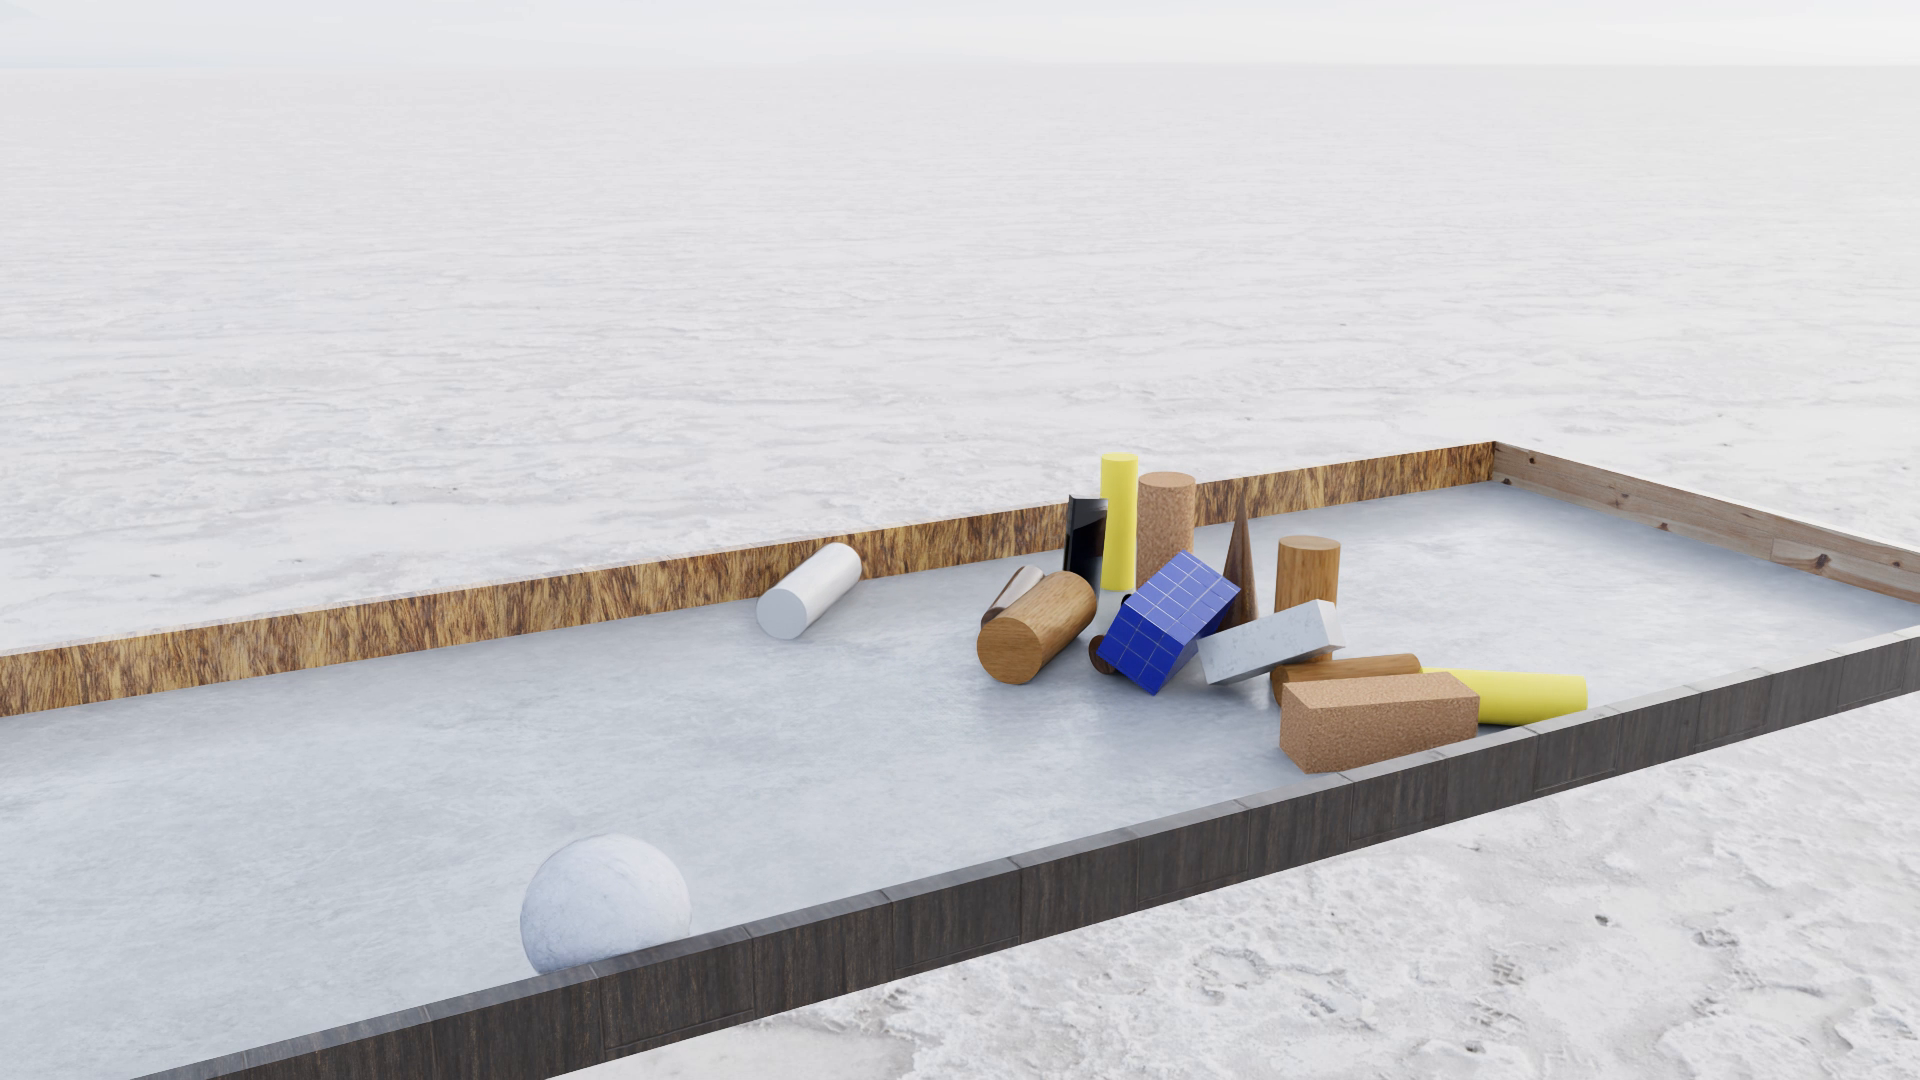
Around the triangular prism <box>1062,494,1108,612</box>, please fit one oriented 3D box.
[{"bbox_3d":[0.325,0.037,4.643,0.119,0.324,0.103,0,9,-33],"label":"triangular prism"}]

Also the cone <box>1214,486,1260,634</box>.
[{"bbox_3d":[0.736,0.067,4.353,0.148,0.436,0.148,0,16,0],"label":"cone"}]

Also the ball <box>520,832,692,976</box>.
[{"bbox_3d":[-0.585,0.626,2.732,0.278,0.278,0.278,0,16,0],"label":"ball"}]

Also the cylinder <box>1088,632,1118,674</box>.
[{"bbox_3d":[0.477,0.262,4.281,0.306,0.102,0.102,-14,21,-39],"label":"cylinder"}]

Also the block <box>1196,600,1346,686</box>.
[{"bbox_3d":[0.754,0.252,4.005,0.325,0.112,0.112,-22,-18,29],"label":"block"}]

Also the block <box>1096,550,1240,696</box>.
[{"bbox_3d":[0.526,0.203,4.144,0.180,0.180,0.335,36,39,15],"label":"block"}]

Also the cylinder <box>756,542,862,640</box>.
[{"bbox_3d":[-0.417,0.138,4.628,0.145,0.145,0.449,5,17,15],"label":"cylinder"}]

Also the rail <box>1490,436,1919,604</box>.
[{"bbox_3d":[2.466,-0.048,5.253,0.050,0.150,2.100,-9,18,-27],"label":"rail"}]

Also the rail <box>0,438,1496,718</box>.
[{"bbox_3d":[-3.305,0.497,3.399,12.000,0.150,0.050,-9,18,-27],"label":"rail"}]

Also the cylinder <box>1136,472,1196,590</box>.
[{"bbox_3d":[0.570,0.019,4.586,0.156,0.391,0.156,-1,19,0],"label":"cylinder"}]

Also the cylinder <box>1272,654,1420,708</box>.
[{"bbox_3d":[0.941,0.341,4.007,0.345,0.106,0.106,-4,17,-13],"label":"cylinder"}]

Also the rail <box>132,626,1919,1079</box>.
[{"bbox_3d":[-2.336,1.006,1.665,12.000,0.150,0.050,-9,18,-27],"label":"rail"}]

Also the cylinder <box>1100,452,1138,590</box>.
[{"bbox_3d":[0.464,-0.054,4.842,0.108,0.392,0.108,0,16,0],"label":"cylinder"}]

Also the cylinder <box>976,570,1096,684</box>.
[{"bbox_3d":[0.205,0.222,4.288,0.176,0.176,0.417,7,18,22],"label":"cylinder"}]

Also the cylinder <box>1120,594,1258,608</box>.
[{"bbox_3d":[0.627,0.186,4.509,0.361,0.119,0.119,-6,18,-20],"label":"cylinder"}]

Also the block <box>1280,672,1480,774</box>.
[{"bbox_3d":[0.937,0.407,3.696,0.399,0.154,0.154,-3,17,-10],"label":"block"}]

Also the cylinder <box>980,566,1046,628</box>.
[{"bbox_3d":[0.153,0.176,4.578,0.101,0.101,0.395,4,17,14],"label":"cylinder"}]

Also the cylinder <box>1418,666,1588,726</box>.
[{"bbox_3d":[1.268,0.370,3.872,0.364,0.126,0.126,2,17,8],"label":"cylinder"}]

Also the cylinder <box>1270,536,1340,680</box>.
[{"bbox_3d":[0.858,0.179,4.103,0.151,0.355,0.151,1,14,0],"label":"cylinder"}]
